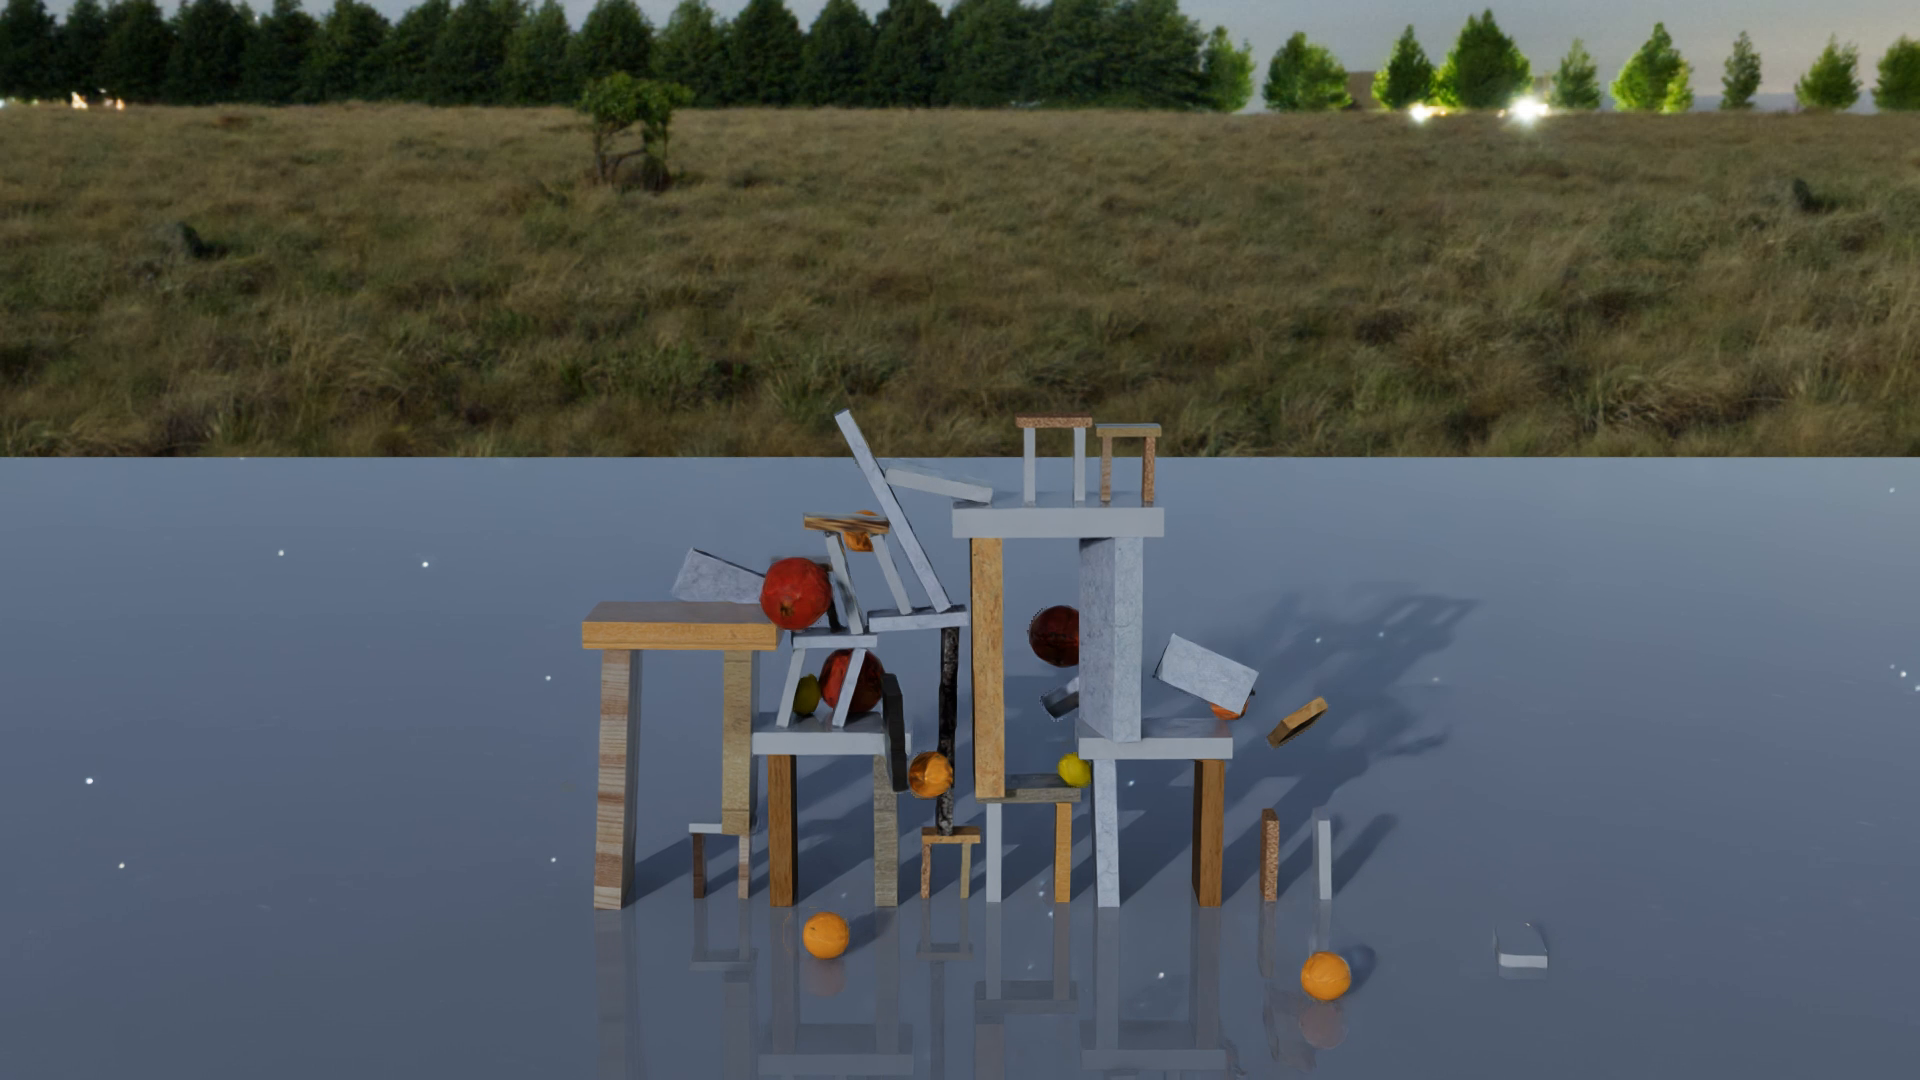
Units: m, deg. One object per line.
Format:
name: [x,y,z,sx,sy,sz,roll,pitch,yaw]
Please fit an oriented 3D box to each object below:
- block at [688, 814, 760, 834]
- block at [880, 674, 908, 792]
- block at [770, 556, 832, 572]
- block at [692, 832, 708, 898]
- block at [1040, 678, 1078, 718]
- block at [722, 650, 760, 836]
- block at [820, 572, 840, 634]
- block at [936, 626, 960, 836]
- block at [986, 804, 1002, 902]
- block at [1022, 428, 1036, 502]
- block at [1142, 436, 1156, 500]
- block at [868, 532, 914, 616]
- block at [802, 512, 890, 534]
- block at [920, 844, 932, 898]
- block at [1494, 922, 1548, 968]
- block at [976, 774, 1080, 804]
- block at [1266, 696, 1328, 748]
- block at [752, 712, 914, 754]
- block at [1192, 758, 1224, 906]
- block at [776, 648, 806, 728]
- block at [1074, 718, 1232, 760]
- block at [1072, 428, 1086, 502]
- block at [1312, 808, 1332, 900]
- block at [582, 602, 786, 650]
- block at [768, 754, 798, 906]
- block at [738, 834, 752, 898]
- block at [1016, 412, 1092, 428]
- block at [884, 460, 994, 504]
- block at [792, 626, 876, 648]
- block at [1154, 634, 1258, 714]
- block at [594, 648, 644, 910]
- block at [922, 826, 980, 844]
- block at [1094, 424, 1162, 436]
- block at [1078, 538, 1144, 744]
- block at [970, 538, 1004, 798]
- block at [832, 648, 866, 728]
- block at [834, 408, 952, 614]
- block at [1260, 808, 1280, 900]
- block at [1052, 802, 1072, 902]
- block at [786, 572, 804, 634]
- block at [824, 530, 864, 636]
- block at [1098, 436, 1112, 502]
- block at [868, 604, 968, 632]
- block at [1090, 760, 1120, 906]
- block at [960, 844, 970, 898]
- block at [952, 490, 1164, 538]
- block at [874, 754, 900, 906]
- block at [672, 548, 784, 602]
block: [-0.392,0.471,3.652,0.111,0.016,0.055,2,11,-1]
block: [-0.101,0.295,3.372,0.023,0.161,0.081,-6,20,-8]
block: [-0.256,0.038,3.569,0.101,0.014,0.050,0,13,-2]
block: [-0.433,0.535,3.663,0.016,0.111,0.055,0,11,0]
block: [0.219,0.254,3.800,0.154,0.022,0.077,-30,-23,5]
block: [-0.360,0.313,3.619,0.044,0.310,0.155,2,11,0]
block: [-0.212,0.096,3.575,0.014,0.101,0.050,-11,13,0]
block: [-0.021,0.309,3.625,0.023,0.347,0.081,1,7,-4]
block: [0.056,0.506,3.655,0.024,0.170,0.085,0,10,0]
block: [0.111,-0.125,3.542,0.017,0.120,0.060,-1,11,-1]
block: [0.303,-0.118,3.543,0.015,0.104,0.052,1,10,-1]
block: [-0.112,0.051,3.583,0.020,0.138,0.069,-23,9,0]
block: [-0.185,-0.028,3.569,0.138,0.020,0.069,3,9,-6]
block: [-0.056,0.543,3.661,0.014,0.095,0.048,3,11,1]
block: [0.868,0.628,3.409,0.068,0.019,0.137,2,11,8]
block: [0.112,0.410,3.635,0.170,0.024,0.085,-1,10,0]
block: [0.566,0.307,3.700,0.077,0.022,0.154,-30,-12,-11]
block: [-0.208,0.318,3.619,0.258,0.037,0.129,0,10,0]
block: [0.411,0.467,3.646,0.035,0.249,0.125,0,11,0]
block: [-0.275,0.232,3.604,0.019,0.136,0.068,13,10,-4]
block: [0.316,0.326,3.620,0.249,0.035,0.125,0,10,0]
block: [0.191,-0.126,3.542,0.017,0.120,0.060,0,11,-1]
block: [0.602,0.522,3.658,0.019,0.137,0.068,-3,10,1]
block: [-0.445,0.139,3.581,0.310,0.044,0.155,1,11,2]
block: [-0.293,0.462,3.648,0.037,0.258,0.129,0,10,0]
block: [-0.357,0.535,3.663,0.016,0.111,0.055,2,11,0]
block: [0.150,-0.193,3.529,0.120,0.017,0.060,-1,11,-2]
block: [-0.033,-0.094,3.542,0.172,0.024,0.086,11,10,-2]
block: [-0.205,0.158,3.579,0.136,0.019,0.068,-1,11,-6]
block: [0.405,0.221,3.618,0.154,0.077,0.022,24,1,3]
block: [-0.563,0.375,3.630,0.044,0.436,0.155,4,11,-1]
block: [-0.015,0.489,3.649,0.095,0.014,0.048,0,11,-2]
block: [0.269,-0.177,3.532,0.104,0.015,0.052,0,10,0]
block: [0.244,0.146,3.580,0.047,0.334,0.167,-3,11,-16]
block: [0.044,0.191,3.590,0.047,0.424,0.167,-1,10,-1]
block: [-0.181,0.232,3.604,0.019,0.136,0.068,17,10,-4]
block: [-0.109,-0.050,3.576,0.024,0.359,0.086,-27,7,1]
block: [0.514,0.522,3.658,0.019,0.137,0.068,0,11,0]
block: [0.170,0.506,3.653,0.024,0.170,0.085,1,11,0]
block: [-0.268,0.096,3.574,0.014,0.101,0.050,-7,14,-11]
block: [-0.187,0.066,3.567,0.020,0.166,0.069,-15,11,2]
block: [0.234,-0.118,3.541,0.015,0.103,0.052,1,10,-1]
block: [-0.069,0.128,3.598,0.161,0.023,0.081,-4,8,-4]
block: [0.239,0.467,3.646,0.035,0.249,0.125,-2,10,0]
block: [0.009,0.543,3.662,0.014,0.095,0.048,2,10,-1]
block: [0.154,-0.042,3.551,0.334,0.047,0.167,0,10,-1]
block: [-0.121,0.462,3.647,0.037,0.258,0.129,0,10,0]
block: [-0.395,0.083,3.741,0.172,0.086,0.024,22,9,-20]
